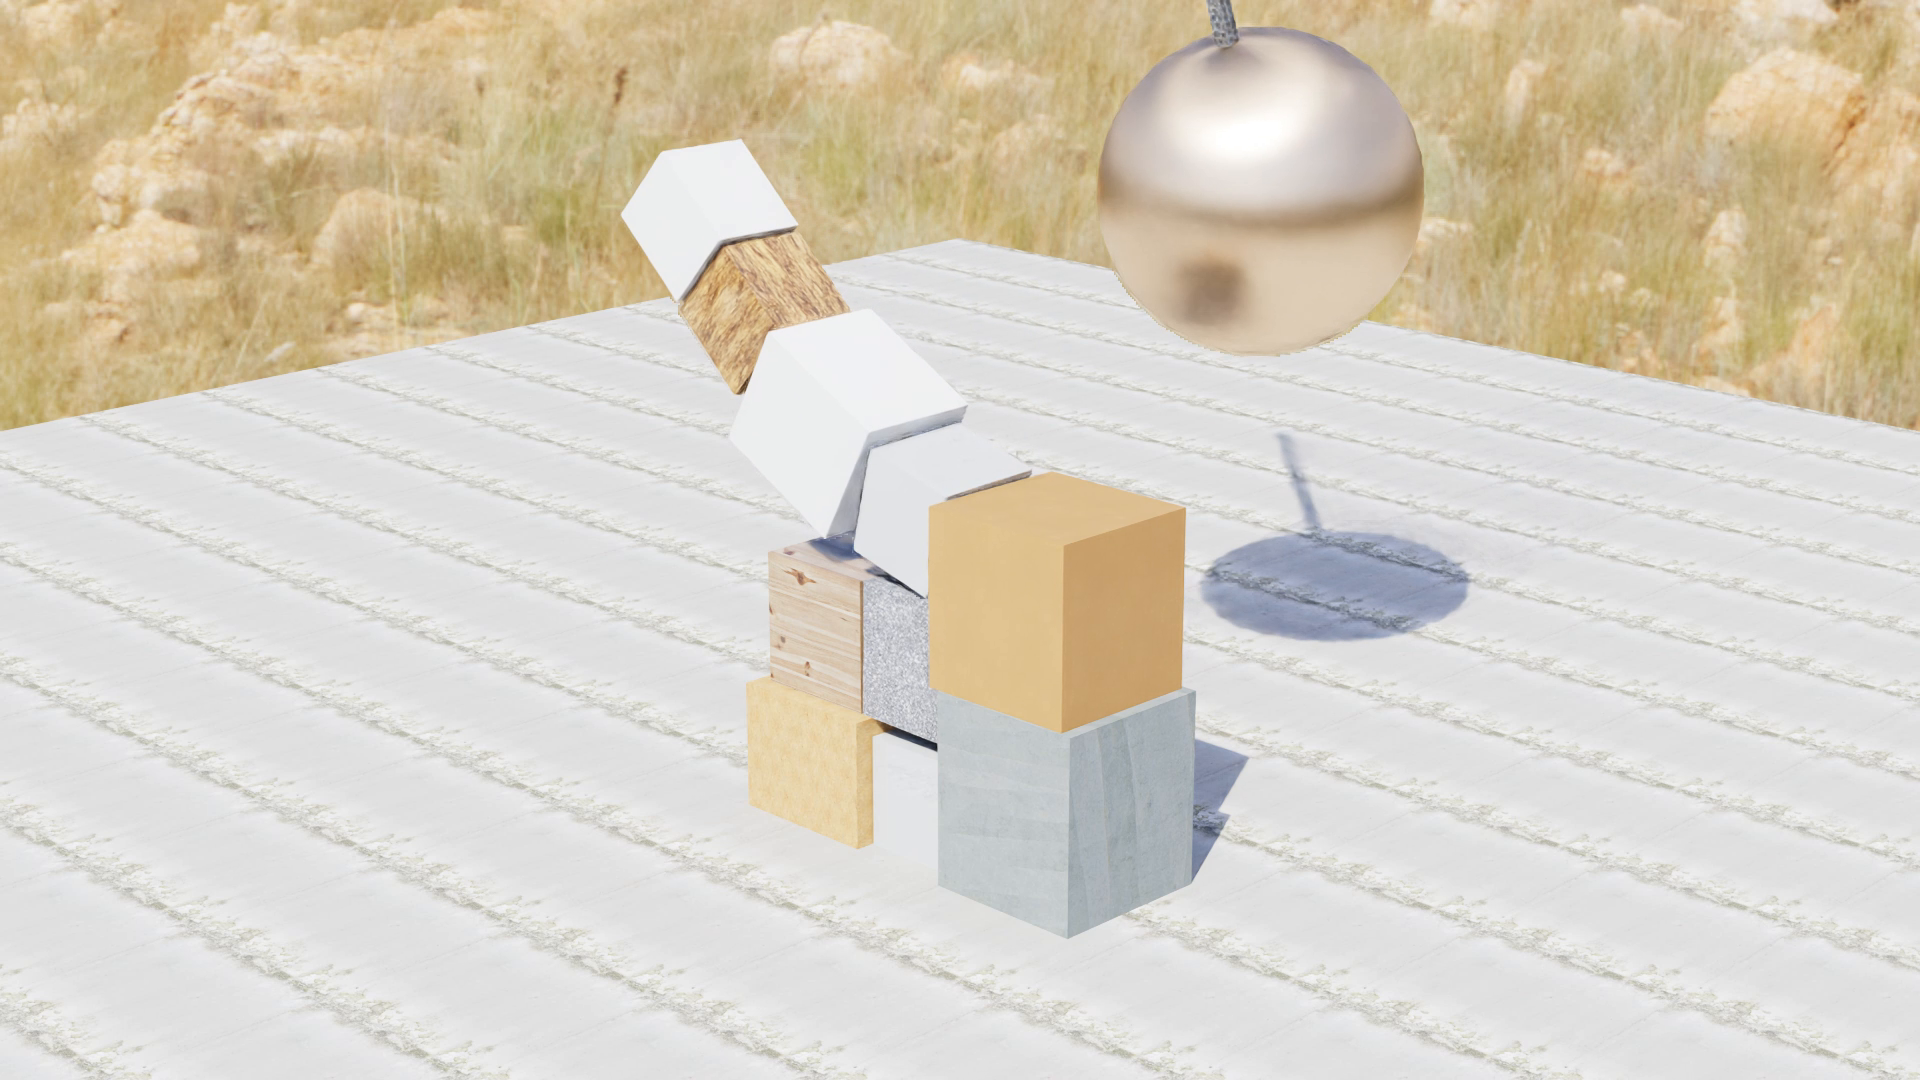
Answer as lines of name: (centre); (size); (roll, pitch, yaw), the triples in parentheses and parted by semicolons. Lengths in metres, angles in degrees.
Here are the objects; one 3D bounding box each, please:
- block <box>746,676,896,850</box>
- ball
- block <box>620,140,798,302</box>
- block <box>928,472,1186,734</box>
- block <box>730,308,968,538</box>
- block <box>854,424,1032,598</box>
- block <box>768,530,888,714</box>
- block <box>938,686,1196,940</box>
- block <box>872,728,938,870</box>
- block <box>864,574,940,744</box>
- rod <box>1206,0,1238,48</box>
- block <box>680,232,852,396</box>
block: (-0.489, 0.988, 14.150); (0.746, 0.631, 0.772); (-17, 24, -42)
ball: (1.467, -1.703, 14.344); (1.600, 1.600, 1.600); (0, 17, 0)
block: (-1.205, -1.538, 14.092); (0.504, 0.469, 0.541); (-17, 66, -44)
block: (0.427, 0.258, 12.981); (0.786, 0.846, 0.810); (-17, 24, -42)
block: (-0.526, -0.554, 13.725); (0.646, 0.645, 0.746); (-18, 53, -43)
block: (-0.081, -0.139, 13.394); (0.561, 0.525, 0.490); (-19, 40, -42)
block: (-0.474, 0.371, 13.977); (0.597, 0.650, 0.635); (-17, 24, -42)
block: (0.477, 1.122, 13.208); (0.827, 0.939, 0.805); (-17, 24, -42)
block: (-0.010, 1.168, 13.722); (0.580, 0.542, 0.538); (-17, 24, -42)
block: (-0.069, 0.505, 13.549); (0.540, 0.658, 0.530); (18, 25, 42)
rod: (0.636, -4.498, 12.594); (0.080, 5.200, 0.080); (17, 44, 42)
block: (-0.921, -1.083, 13.981); (0.482, 0.485, 0.528); (-17, 66, -43)
